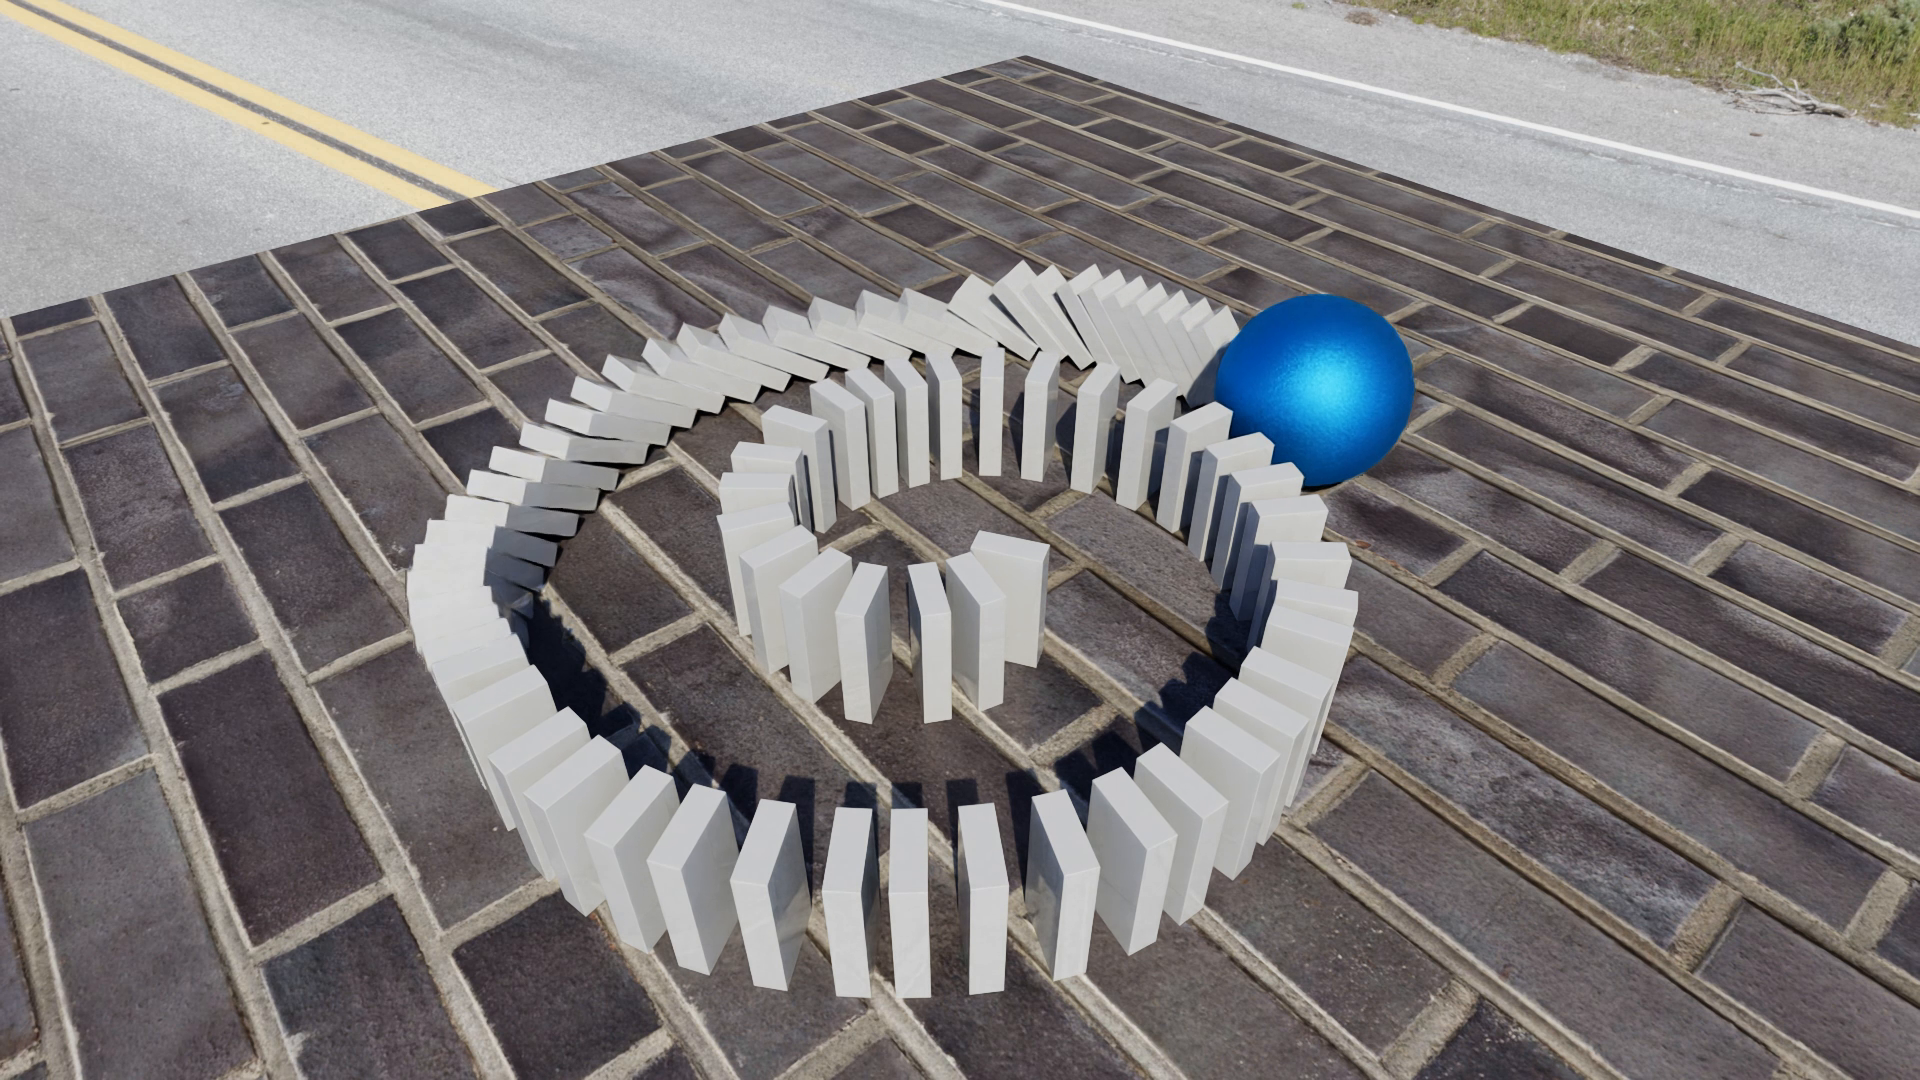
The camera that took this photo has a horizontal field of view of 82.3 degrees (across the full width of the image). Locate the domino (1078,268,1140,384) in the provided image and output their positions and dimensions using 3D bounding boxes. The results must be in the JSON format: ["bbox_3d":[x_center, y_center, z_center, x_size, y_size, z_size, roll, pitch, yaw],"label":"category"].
[{"bbox_3d":[0.080,-0.106,0.544,0.009,0.050,0.025,-16,19,49],"label":"domino"}]

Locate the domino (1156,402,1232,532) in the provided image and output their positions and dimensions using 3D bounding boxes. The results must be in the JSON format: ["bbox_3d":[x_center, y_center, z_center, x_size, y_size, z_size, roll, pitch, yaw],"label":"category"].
[{"bbox_3d":[0.095,-0.029,0.447,0.025,0.050,0.010,-25,45,-27],"label":"domino"}]

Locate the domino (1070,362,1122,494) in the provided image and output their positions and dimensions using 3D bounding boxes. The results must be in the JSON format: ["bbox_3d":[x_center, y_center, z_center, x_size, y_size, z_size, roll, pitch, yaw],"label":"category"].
[{"bbox_3d":[0.058,-0.048,0.469,0.009,0.050,0.025,17,42,20],"label":"domino"}]

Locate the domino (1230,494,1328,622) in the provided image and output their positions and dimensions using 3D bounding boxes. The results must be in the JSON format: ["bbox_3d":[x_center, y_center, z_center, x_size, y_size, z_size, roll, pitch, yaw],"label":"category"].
[{"bbox_3d":[0.116,0.007,0.403,0.025,0.050,0.009,-5,40,-6],"label":"domino"}]

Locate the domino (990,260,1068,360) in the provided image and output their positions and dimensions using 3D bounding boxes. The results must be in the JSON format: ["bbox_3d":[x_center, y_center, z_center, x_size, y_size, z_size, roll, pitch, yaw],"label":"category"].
[{"bbox_3d":[0.040,-0.116,0.561,0.050,0.010,0.025,48,45,-9],"label":"domino"}]

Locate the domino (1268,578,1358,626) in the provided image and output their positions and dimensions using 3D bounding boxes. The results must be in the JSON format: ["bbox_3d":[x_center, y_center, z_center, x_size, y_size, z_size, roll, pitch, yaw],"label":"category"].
[{"bbox_3d":[0.114,0.036,0.367,0.025,0.050,0.009,11,41,13],"label":"domino"}]

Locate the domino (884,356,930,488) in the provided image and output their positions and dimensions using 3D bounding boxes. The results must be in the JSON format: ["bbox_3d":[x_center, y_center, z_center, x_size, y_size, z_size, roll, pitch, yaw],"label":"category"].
[{"bbox_3d":[-0.023,-0.050,0.473,0.009,0.050,0.025,-16,42,-19],"label":"domino"}]

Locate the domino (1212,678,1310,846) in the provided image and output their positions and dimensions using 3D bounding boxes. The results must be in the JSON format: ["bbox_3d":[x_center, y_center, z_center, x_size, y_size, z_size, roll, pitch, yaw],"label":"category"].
[{"bbox_3d":[0.086,0.067,0.330,0.025,0.050,0.009,28,47,30],"label":"domino"}]

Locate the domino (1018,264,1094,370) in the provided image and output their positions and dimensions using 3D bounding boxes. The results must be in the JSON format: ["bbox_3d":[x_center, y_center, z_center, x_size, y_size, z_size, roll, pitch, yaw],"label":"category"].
[{"bbox_3d":[0.054,-0.113,0.556,0.050,0.009,0.025,50,47,-7],"label":"domino"}]

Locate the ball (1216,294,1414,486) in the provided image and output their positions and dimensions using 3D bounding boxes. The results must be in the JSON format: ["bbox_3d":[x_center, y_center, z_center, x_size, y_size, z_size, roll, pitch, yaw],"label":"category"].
[{"bbox_3d":[0.149,-0.063,0.465,0.080,0.080,0.080,0,39,0],"label":"ball"}]

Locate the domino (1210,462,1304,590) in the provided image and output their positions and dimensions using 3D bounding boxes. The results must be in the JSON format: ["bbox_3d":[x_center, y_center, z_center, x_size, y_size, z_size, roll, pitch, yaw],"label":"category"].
[{"bbox_3d":[0.112,-0.005,0.417,0.025,0.050,0.010,-10,40,-12],"label":"domino"}]

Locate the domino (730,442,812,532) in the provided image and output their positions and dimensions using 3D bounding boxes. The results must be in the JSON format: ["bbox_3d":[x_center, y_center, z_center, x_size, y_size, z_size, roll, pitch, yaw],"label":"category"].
[{"bbox_3d":[-0.072,-0.014,0.428,0.025,0.050,0.009,7,40,8],"label":"domino"}]

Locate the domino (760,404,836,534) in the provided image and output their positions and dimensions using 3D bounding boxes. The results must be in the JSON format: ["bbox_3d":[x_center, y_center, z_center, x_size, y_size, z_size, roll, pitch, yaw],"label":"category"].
[{"bbox_3d":[-0.065,-0.028,0.446,0.025,0.050,0.009,18,43,21],"label":"domino"}]

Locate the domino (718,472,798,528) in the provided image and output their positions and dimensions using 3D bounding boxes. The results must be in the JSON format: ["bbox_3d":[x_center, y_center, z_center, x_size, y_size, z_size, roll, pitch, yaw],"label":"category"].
[{"bbox_3d":[-0.074,-0.002,0.414,0.025,0.050,0.009,0,39,0],"label":"domino"}]

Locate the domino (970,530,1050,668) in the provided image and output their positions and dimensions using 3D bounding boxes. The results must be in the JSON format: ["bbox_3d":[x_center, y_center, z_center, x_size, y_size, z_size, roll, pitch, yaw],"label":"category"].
[{"bbox_3d":[0.017,0.021,0.386,0.025,0.050,0.010,12,41,14],"label":"domino"}]

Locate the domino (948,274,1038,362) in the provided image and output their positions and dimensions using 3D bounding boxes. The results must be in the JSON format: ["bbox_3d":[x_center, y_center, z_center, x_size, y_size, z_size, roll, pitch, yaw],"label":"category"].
[{"bbox_3d":[0.021,-0.115,0.567,0.050,0.009,0.025,33,44,-2],"label":"domino"}]

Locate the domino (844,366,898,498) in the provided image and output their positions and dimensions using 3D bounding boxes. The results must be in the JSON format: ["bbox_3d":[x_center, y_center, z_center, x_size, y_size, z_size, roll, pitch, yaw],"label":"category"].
[{"bbox_3d":[-0.037,-0.045,0.467,0.009,0.050,0.025,-22,44,-24],"label":"domino"}]

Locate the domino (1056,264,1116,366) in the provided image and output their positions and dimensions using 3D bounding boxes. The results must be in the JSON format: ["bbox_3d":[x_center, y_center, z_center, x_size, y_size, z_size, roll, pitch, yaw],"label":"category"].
[{"bbox_3d":[0.070,-0.110,0.550,0.010,0.050,0.025,-17,18,49],"label":"domino"}]

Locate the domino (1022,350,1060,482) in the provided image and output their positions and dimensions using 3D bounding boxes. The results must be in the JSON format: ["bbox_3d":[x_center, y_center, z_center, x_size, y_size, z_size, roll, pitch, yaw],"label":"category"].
[{"bbox_3d":[0.035,-0.053,0.476,0.009,0.050,0.025,10,40,12],"label":"domino"}]

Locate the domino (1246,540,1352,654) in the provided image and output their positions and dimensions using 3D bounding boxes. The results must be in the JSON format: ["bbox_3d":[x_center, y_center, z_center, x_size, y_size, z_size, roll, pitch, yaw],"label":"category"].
[{"bbox_3d":[0.117,0.023,0.384,0.025,0.050,0.010,1,39,2],"label":"domino"}]

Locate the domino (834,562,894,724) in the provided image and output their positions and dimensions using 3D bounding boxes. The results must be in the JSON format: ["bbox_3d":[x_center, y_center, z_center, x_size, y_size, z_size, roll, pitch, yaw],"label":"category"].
[{"bbox_3d":[-0.032,0.035,0.369,0.009,0.050,0.025,9,40,11],"label":"domino"}]

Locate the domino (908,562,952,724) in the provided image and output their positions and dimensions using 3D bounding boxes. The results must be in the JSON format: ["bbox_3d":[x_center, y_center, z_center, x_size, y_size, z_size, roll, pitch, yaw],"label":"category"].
[{"bbox_3d":[-0.010,0.035,0.369,0.009,0.050,0.025,-8,40,-9],"label":"domino"}]

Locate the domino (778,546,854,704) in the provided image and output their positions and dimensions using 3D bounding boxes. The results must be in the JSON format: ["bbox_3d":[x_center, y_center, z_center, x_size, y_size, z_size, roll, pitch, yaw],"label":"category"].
[{"bbox_3d":[-0.047,0.030,0.375,0.009,0.050,0.025,25,46,28],"label":"domino"}]

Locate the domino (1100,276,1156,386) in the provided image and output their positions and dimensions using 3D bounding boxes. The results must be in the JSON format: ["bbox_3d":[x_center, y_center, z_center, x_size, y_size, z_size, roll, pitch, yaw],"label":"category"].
[{"bbox_3d":[0.090,-0.101,0.539,0.009,0.050,0.025,-16,19,49],"label":"domino"}]

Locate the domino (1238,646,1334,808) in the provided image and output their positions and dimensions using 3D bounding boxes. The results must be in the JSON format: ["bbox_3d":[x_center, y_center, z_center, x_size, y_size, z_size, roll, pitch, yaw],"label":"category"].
[{"bbox_3d":[0.097,0.058,0.340,0.025,0.050,0.010,24,45,26],"label":"domino"}]

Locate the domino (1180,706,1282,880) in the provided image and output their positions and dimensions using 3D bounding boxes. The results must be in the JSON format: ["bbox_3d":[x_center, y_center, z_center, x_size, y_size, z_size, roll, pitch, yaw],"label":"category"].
[{"bbox_3d":[0.076,0.074,0.321,0.009,0.050,0.025,-32,49,-33],"label":"domino"}]

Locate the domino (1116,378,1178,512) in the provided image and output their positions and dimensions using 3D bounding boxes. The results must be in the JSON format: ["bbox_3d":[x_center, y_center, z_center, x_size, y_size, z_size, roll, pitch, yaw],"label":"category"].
[{"bbox_3d":[0.078,-0.040,0.460,0.009,0.050,0.025,26,46,28],"label":"domino"}]

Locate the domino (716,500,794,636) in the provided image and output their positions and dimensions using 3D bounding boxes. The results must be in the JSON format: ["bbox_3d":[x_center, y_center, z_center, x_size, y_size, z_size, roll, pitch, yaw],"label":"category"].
[{"bbox_3d":[-0.071,0.011,0.398,0.025,0.050,0.009,-13,41,-16],"label":"domino"}]

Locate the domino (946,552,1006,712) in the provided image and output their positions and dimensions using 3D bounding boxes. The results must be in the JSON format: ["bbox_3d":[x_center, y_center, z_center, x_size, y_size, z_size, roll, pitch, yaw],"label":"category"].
[{"bbox_3d":[0.005,0.032,0.373,0.009,0.050,0.025,-18,43,-20],"label":"domino"}]

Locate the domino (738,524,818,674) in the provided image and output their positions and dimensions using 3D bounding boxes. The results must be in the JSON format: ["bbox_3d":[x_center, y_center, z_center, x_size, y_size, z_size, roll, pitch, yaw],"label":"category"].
[{"bbox_3d":[-0.061,0.021,0.385,0.025,0.050,0.009,-28,47,-30],"label":"domino"}]

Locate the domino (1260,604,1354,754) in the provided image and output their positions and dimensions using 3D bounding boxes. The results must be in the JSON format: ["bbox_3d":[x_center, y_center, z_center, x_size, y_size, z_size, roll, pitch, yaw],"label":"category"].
[{"bbox_3d":[0.108,0.046,0.356,0.025,0.050,0.009,17,42,20],"label":"domino"}]

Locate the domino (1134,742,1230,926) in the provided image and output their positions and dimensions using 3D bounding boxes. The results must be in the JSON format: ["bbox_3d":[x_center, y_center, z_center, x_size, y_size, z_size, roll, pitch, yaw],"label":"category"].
[{"bbox_3d":[0.059,0.083,0.310,0.009,0.050,0.025,-25,46,-28],"label":"domino"}]

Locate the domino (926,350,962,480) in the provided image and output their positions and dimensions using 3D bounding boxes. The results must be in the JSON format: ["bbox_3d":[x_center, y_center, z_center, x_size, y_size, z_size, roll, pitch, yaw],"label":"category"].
[{"bbox_3d":[-0.007,-0.054,0.477,0.009,0.050,0.025,-10,40,-12],"label":"domino"}]

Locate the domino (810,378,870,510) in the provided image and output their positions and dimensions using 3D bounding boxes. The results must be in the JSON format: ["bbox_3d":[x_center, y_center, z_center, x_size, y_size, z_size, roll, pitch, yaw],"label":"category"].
[{"bbox_3d":[-0.050,-0.040,0.460,0.009,0.050,0.025,-28,47,-30],"label":"domino"}]

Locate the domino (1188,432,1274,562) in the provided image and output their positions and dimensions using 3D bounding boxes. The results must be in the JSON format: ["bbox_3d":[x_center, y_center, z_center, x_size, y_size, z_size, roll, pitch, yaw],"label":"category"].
[{"bbox_3d":[0.106,-0.016,0.432,0.025,0.050,0.010,-15,42,-17],"label":"domino"}]

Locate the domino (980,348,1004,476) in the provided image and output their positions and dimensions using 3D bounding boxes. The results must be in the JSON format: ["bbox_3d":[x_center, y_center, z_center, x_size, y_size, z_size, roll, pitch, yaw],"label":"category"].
[{"bbox_3d":[0.014,-0.056,0.479,0.009,0.050,0.025,2,39,2],"label":"domino"}]
